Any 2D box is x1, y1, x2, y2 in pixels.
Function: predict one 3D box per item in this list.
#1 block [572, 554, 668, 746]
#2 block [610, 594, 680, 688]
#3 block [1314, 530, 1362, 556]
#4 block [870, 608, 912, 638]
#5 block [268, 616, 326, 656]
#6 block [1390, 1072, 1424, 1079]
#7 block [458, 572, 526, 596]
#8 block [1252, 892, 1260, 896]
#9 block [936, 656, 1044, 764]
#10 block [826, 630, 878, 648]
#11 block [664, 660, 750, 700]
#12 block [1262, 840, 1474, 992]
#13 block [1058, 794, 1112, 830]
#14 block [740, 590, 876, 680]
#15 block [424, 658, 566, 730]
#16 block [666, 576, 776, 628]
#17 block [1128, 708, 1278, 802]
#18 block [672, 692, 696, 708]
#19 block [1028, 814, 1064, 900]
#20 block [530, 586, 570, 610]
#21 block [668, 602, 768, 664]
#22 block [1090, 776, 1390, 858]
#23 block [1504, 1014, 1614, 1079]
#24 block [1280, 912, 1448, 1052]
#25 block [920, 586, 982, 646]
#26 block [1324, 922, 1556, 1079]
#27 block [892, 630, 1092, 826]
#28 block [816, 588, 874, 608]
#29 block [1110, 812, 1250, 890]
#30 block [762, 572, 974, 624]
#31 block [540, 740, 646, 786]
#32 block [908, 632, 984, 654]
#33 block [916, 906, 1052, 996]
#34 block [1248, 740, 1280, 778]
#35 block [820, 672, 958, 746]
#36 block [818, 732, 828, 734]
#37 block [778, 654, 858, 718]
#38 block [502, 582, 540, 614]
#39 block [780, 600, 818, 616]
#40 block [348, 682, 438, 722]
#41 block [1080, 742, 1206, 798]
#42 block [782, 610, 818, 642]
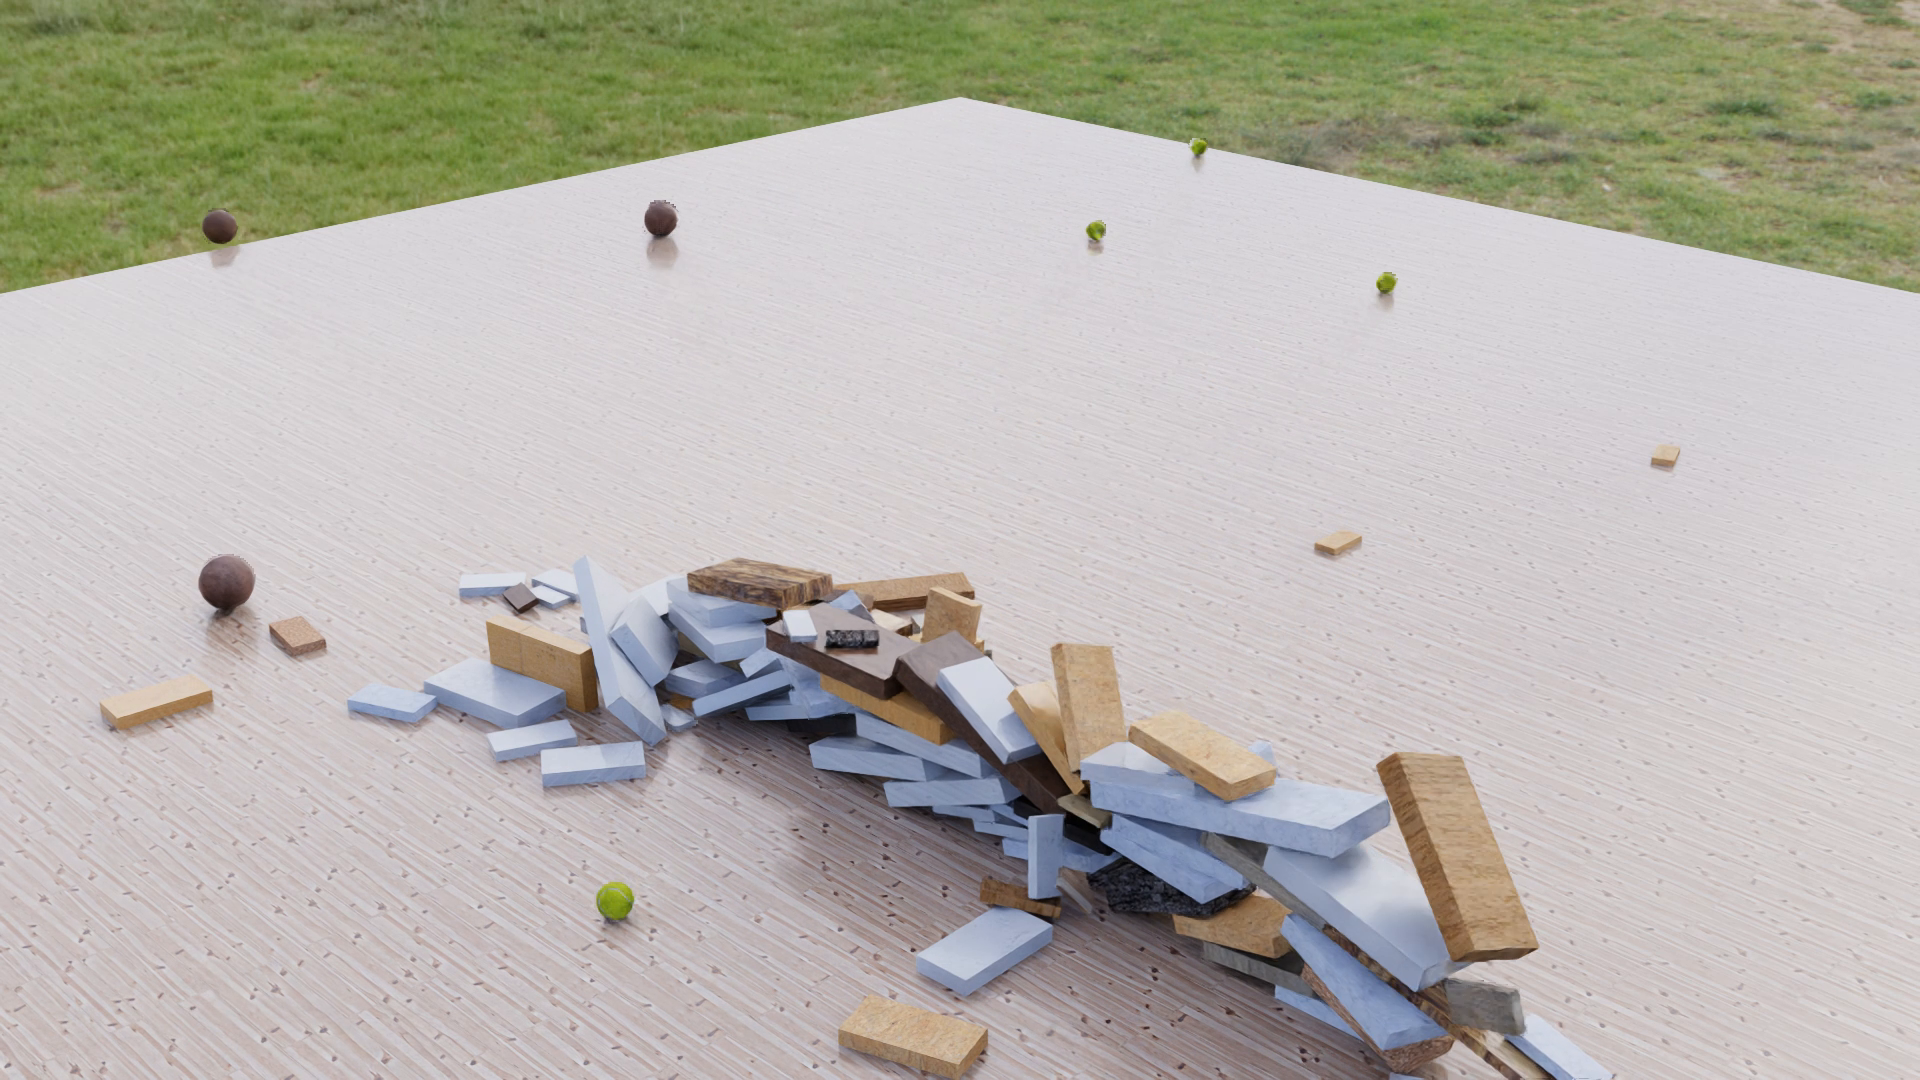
[{"bbox_3d":[-0.763,0.238,4.902,0.043,0.150,0.573,-38,35,7],"label":"block"},{"bbox_3d":[-0.707,0.225,4.965,0.043,0.150,0.301,-35,9,5],"label":"block"},{"bbox_3d":[0.985,0.006,5.724,0.063,0.018,0.125,20,30,39],"label":"block"},{"bbox_3d":[-0.243,0.232,5.127,0.121,0.034,0.258,19,29,38],"label":"block"},{"bbox_3d":[-1.567,0.226,5.200,0.080,0.023,0.159,-16,28,-33],"label":"block"},{"bbox_3d":[0.798,0.925,3.539,0.227,0.032,0.113,8,24,17],"label":"block"},{"bbox_3d":[-1.162,0.110,5.472,0.159,0.023,0.080,-3,23,-6],"label":"block"},{"bbox_3d":[0.519,0.676,4.141,0.075,0.021,0.150,-13,26,-29],"label":"block"},{"bbox_3d":[0.070,0.327,4.243,0.119,0.034,0.238,-13,47,-36],"label":"block"},{"bbox_3d":[-0.219,0.201,4.471,0.107,0.015,0.054,0,24,-4],"label":"block"},{"bbox_3d":[-0.503,0.293,4.965,0.296,0.042,0.148,-17,19,-42],"label":"block"},{"bbox_3d":[0.699,0.611,3.709,0.175,0.050,0.350,-15,39,-38],"label":"block"},{"bbox_3d":[0.237,0.501,4.075,0.045,0.013,0.119,-14,26,-38],"label":"block"},{"bbox_3d":[-0.331,0.233,4.858,0.296,0.148,0.042,-33,62,-1],"label":"block"},{"bbox_3d":[-1.036,0.343,4.899,0.295,0.042,0.148,15,27,32],"label":"block"},{"bbox_3d":[-0.555,0.135,5.089,0.158,0.045,0.316,-10,15,-23],"label":"block"},{"bbox_3d":[0.432,0.382,3.926,0.123,0.035,0.247,-13,30,-40],"label":"block"},{"bbox_3d":[-0.561,0.353,4.907,0.159,0.017,0.061,1,23,1],"label":"block"},{"bbox_3d":[0.160,0.589,4.093,0.021,0.150,0.075,-1,-2,43],"label":"block"},{"bbox_3d":[-1.015,0.141,5.409,0.110,0.016,0.055,19,29,37],"label":"block"},{"bbox_3d":[-0.543,0.198,5.011,0.148,0.042,0.408,-9,15,-20],"label":"block"},{"bbox_3d":[0.490,0.466,3.909,0.526,0.050,0.175,6,17,43],"label":"block"},{"bbox_3d":[0.968,0.834,3.555,0.081,0.023,0.161,-9,37,-46],"label":"block"},{"bbox_3d":[0.685,0.732,3.714,0.140,0.040,0.296,-6,35,-30],"label":"block"},{"bbox_3d":[-0.029,0.240,4.868,0.123,0.246,0.035,22,21,35],"label":"block"},{"bbox_3d":[0.870,0.816,3.588,0.081,0.023,0.657,-19,45,-41],"label":"block"},{"bbox_3d":[0.090,0.361,4.277,0.473,0.048,0.168,40,41,26],"label":"block"},{"bbox_3d":[-0.338,0.128,5.268,0.237,0.034,0.118,9,-2,20],"label":"block"},{"bbox_3d":[0.430,0.538,3.994,0.280,0.040,0.140,21,29,33],"label":"block"},{"bbox_3d":[-0.320,0.151,5.363,0.705,0.034,0.118,-6,24,-13],"label":"block"},{"bbox_3d":[-0.770,0.469,4.616,0.212,0.030,0.106,-4,23,-10],"label":"block"},{"bbox_3d":[-0.076,0.256,5.028,0.241,0.034,0.121,-17,28,-35],"label":"block"},{"bbox_3d":[0.046,0.738,3.979,0.119,0.034,0.238,19,30,38],"label":"block"},{"bbox_3d":[0.561,0.501,4.114,0.032,0.227,0.113,10,37,46],"label":"block"},{"bbox_3d":[-0.104,0.307,4.433,0.336,0.048,0.168,22,31,38],"label":"block"},{"bbox_3d":[-0.232,0.386,4.717,0.137,0.019,0.068,-15,5,19],"label":"block"},{"bbox_3d":[-0.288,0.279,4.588,0.123,0.035,0.246,-12,33,-17],"label":"block"},{"bbox_3d":[-1.075,0.142,5.384,0.055,0.016,0.110,-32,34,-18],"label":"block"},{"bbox_3d":[-0.280,0.242,5.012,0.088,0.025,0.518,-11,22,-22],"label":"block"},{"bbox_3d":[-1.259,0.361,4.878,0.175,0.025,0.088,9,25,20],"label":"block"},{"bbox_3d":[0.355,0.416,4.001,0.247,0.035,0.123,5,16,39],"label":"block"},{"bbox_3d":[-0.329,0.177,4.507,0.054,0.015,0.107,-1,27,-15],"label":"block"}]
